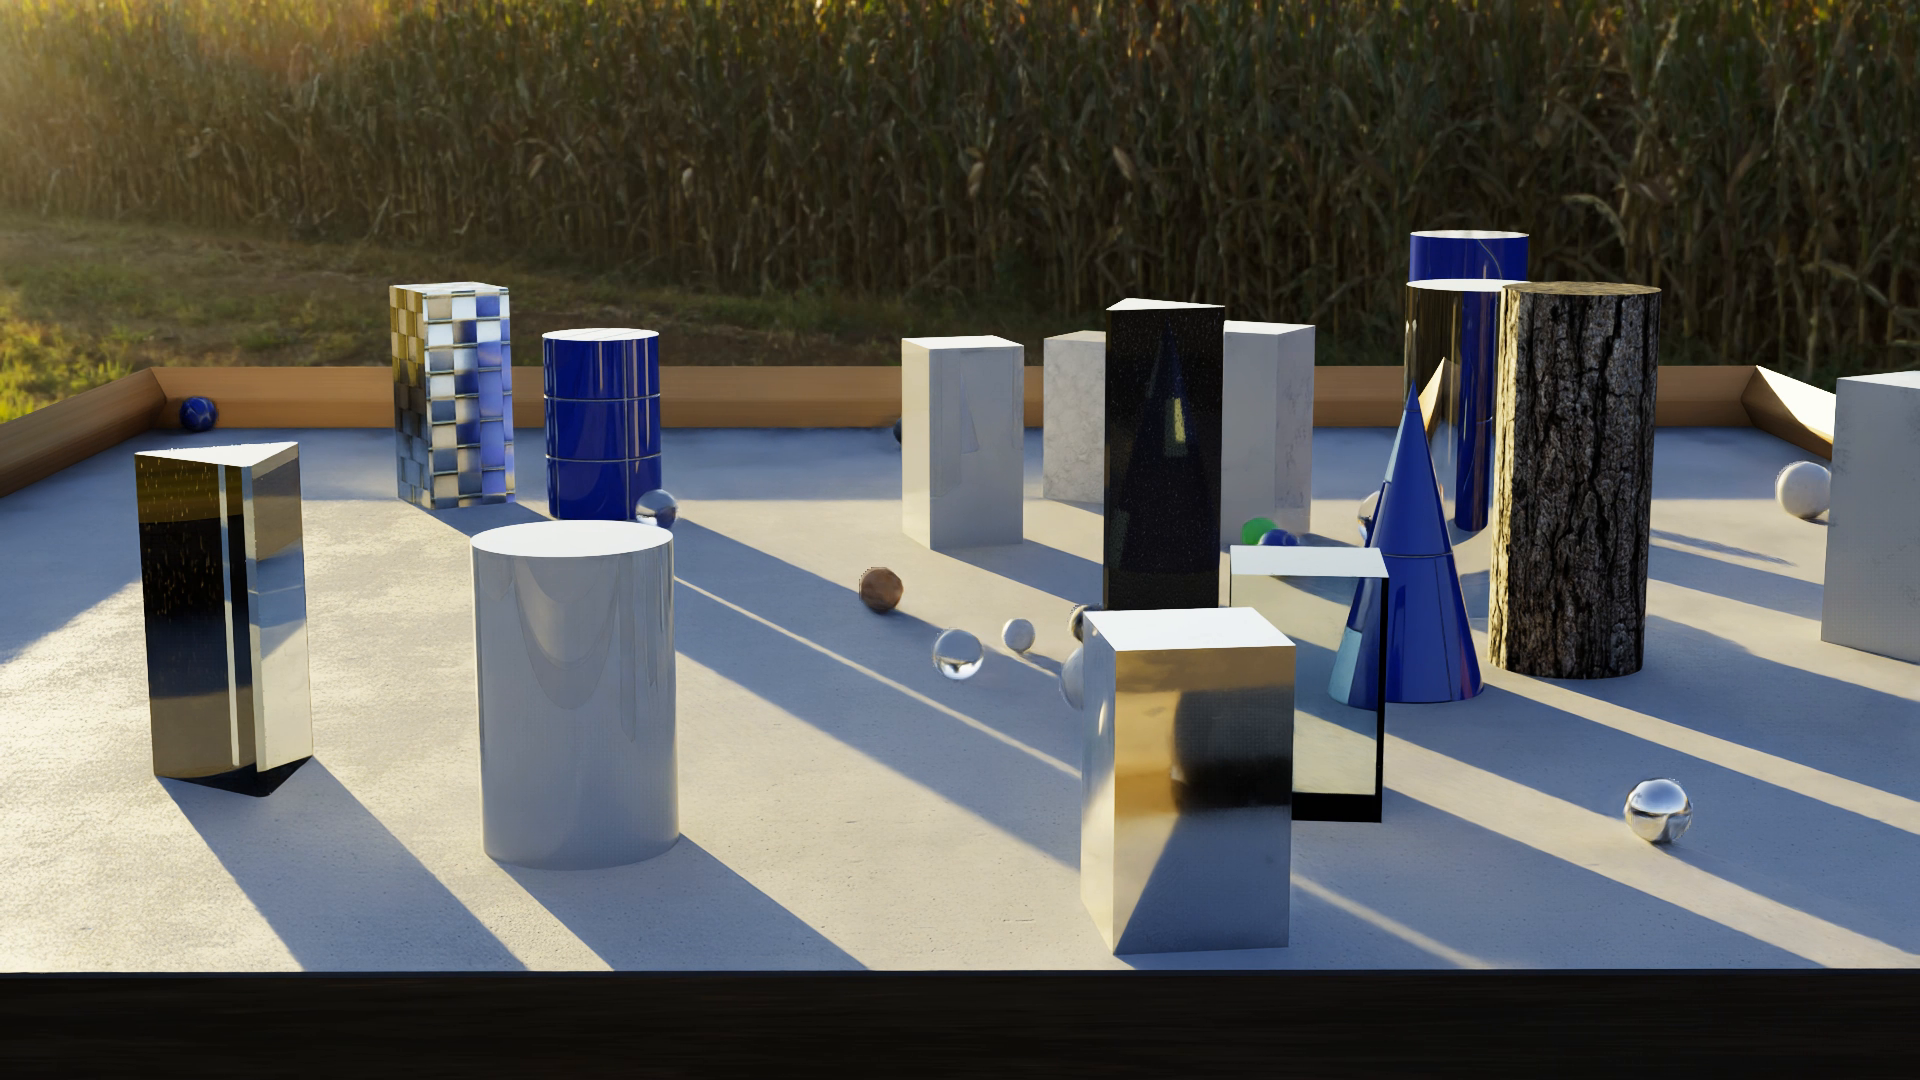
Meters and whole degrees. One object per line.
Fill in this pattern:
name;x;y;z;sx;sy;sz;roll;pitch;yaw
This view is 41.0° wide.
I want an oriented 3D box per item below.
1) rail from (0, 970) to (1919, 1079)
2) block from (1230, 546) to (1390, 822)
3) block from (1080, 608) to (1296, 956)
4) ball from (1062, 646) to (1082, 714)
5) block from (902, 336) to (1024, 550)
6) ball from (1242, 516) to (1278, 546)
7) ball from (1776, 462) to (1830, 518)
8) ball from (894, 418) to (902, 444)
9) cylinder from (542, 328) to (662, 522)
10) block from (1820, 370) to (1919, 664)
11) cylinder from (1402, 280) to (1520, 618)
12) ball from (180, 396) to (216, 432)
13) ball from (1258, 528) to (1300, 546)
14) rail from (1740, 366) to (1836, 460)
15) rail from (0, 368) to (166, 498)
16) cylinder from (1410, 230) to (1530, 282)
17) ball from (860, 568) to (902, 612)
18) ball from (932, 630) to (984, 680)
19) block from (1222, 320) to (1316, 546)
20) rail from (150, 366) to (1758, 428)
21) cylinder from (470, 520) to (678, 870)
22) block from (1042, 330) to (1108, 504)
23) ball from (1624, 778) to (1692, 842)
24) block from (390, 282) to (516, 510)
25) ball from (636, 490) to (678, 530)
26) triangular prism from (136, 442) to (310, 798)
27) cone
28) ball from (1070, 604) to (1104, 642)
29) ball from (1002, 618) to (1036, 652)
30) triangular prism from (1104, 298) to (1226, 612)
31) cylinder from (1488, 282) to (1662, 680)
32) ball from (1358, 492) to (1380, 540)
rail;0.010;0.347;1.762;3.230;0.121;0.045;0;11;0
block;0.341;0.140;2.542;0.149;0.243;0.149;1;11;5
block;0.190;0.201;2.175;0.149;0.258;0.149;-1;11;-7
ball;0.156;0.157;2.879;0.086;0.086;0.086;0;11;0
block;0.003;-0.152;3.938;0.149;0.304;0.149;-3;11;-17
ball;0.451;-0.007;3.842;0.054;0.054;0.054;0;11;0
ball;1.363;-0.080;4.132;0.091;0.091;0.091;0;11;0
ball;-0.097;-0.209;4.904;0.060;0.060;0.060;0;11;0
cylinder;-0.580;-0.189;4.171;0.186;0.291;0.186;0;11;0
block;1.197;-0.033;3.211;0.149;0.336;0.149;-7;12;-32
cylinder;0.687;-0.126;3.447;0.186;0.433;0.186;0;11;0
ball;-1.510;-0.248;5.084;0.072;0.072;0.072;0;11;0
ball;0.460;0.015;3.702;0.062;0.062;0.062;0;11;0
rail;1.591;0.029;3.459;0.045;0.121;3.482;0;11;0
rail;-1.591;0.033;3.441;0.045;0.121;3.482;0;11;0
cylinder;0.813;-0.265;4.136;0.186;0.453;0.186;0;11;0
ball;-0.105;0.067;3.438;0.057;0.057;0.057;0;11;0
ball;-0.003;0.137;3.053;0.061;0.061;0.061;0;11;0
block;0.446;-0.166;3.956;0.149;0.324;0.149;6;12;29
rail;-0.010;-0.284;5.138;3.230;0.121;0.045;0;11;0
cylinder;-0.359;0.141;2.403;0.186;0.291;0.186;0;11;0
block;0.241;-0.209;4.337;0.149;0.269;0.149;6;12;29
ball;0.658;0.255;2.420;0.061;0.061;0.061;0;11;0
block;-0.847;-0.243;4.280;0.149;0.357;0.149;-7;13;-32
ball;-0.475;-0.046;4.014;0.067;0.067;0.067;0;11;0
triangular prism;-0.728;0.074;2.641;0.161;0.336;0.140;7;13;32
cone;0.525;-0.009;3.001;0.186;0.365;0.186;0;11;0
ball;0.164;0.107;3.241;0.050;0.050;0.050;0;11;0
ball;0.074;0.118;3.203;0.042;0.042;0.042;0;11;0
triangular prism;0.246;-0.107;3.395;0.161;0.413;0.140;-3;11;-16
cylinder;0.743;-0.076;3.110;0.186;0.458;0.186;0;11;0
ball;0.644;-0.029;3.854;0.093;0.093;0.093;0;11;0
